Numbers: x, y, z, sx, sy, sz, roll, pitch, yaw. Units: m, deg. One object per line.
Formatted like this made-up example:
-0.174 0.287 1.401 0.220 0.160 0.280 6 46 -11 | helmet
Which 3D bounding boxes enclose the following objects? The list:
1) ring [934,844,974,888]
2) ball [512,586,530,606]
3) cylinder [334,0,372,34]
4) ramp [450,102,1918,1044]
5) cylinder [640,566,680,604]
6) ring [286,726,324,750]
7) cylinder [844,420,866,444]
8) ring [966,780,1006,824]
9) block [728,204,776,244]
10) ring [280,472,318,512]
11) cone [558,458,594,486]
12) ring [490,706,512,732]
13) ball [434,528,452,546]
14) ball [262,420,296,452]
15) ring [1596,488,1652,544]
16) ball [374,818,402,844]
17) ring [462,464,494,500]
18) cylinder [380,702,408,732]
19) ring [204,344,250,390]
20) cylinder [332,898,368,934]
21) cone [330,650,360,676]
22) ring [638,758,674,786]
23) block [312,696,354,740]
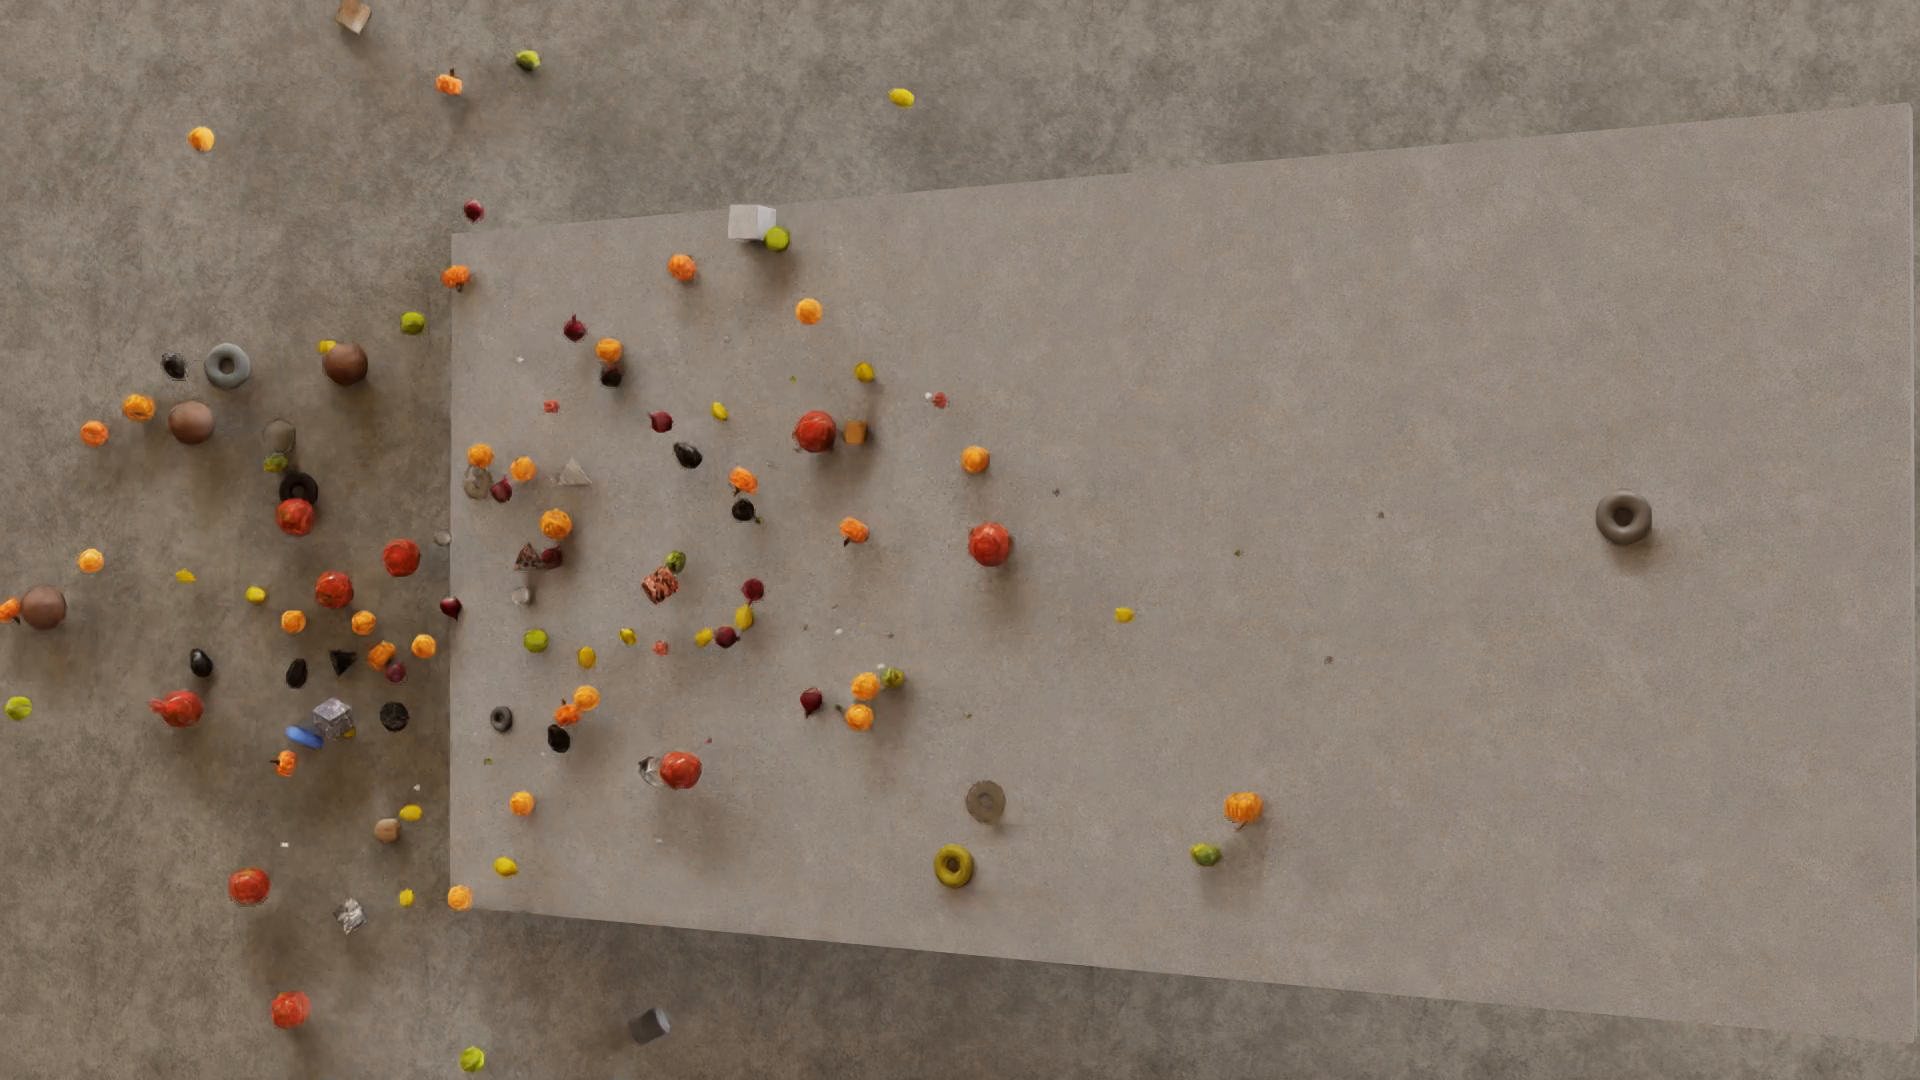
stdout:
-0.015 0.848 5.721 0.117 0.039 0.117 0 89 29 | ring
-1.275 0.162 6.385 0.053 0.053 0.053 0 89 0 | ball
-1.822 -1.577 6.601 0.084 0.084 0.084 30 95 0 | cylinder
0.277 0.078 5.653 4.000 0.100 2.000 0 89 28 | ramp
-0.824 0.124 6.045 0.077 0.077 0.077 -37 89 -19 | cylinder
-1.954 0.590 6.562 0.116 0.116 0.039 24 83 0 | ring
-0.279 -0.286 5.855 0.055 0.055 0.055 4 99 0 | cylinder
0.068 0.677 5.680 0.111 0.037 0.111 0 89 27 | ring
-0.567 -0.862 6.000 0.092 0.092 0.092 5 92 28 | block
-1.989 -0.145 6.614 0.119 0.040 0.119 0 88 1 | ring
-1.088 -0.176 6.297 0.090 0.090 0.090 26 89 -2 | cone
-1.341 0.523 6.432 0.077 0.026 0.077 0 90 29 | ring
-1.537 -0.007 6.525 0.053 0.053 0.053 0 89 0 | ball
-2.038 -0.311 6.585 0.100 0.100 0.100 0 89 0 | ball
1.490 -0.052 4.935 0.126 0.042 0.126 0 91 29 | ring
-1.713 0.870 6.584 0.078 0.078 0.078 0 89 0 | ball
-1.419 -0.170 6.475 0.104 0.035 0.104 1 93 27 | ring
-1.690 0.528 6.574 0.080 0.080 0.080 2 77 -11 | cylinder
-2.204 -0.522 6.614 0.139 0.046 0.139 0 90 4 | ring
-1.823 1.124 6.578 0.077 0.077 0.077 -37 86 0 | cylinder
-1.840 0.357 6.610 0.083 0.083 0.083 -19 89 -27 | cone
-0.844 0.645 6.110 0.108 0.108 0.036 20 49 0 | ring
-1.868 0.533 6.552 0.078 0.078 0.078 25 132 26 | block
